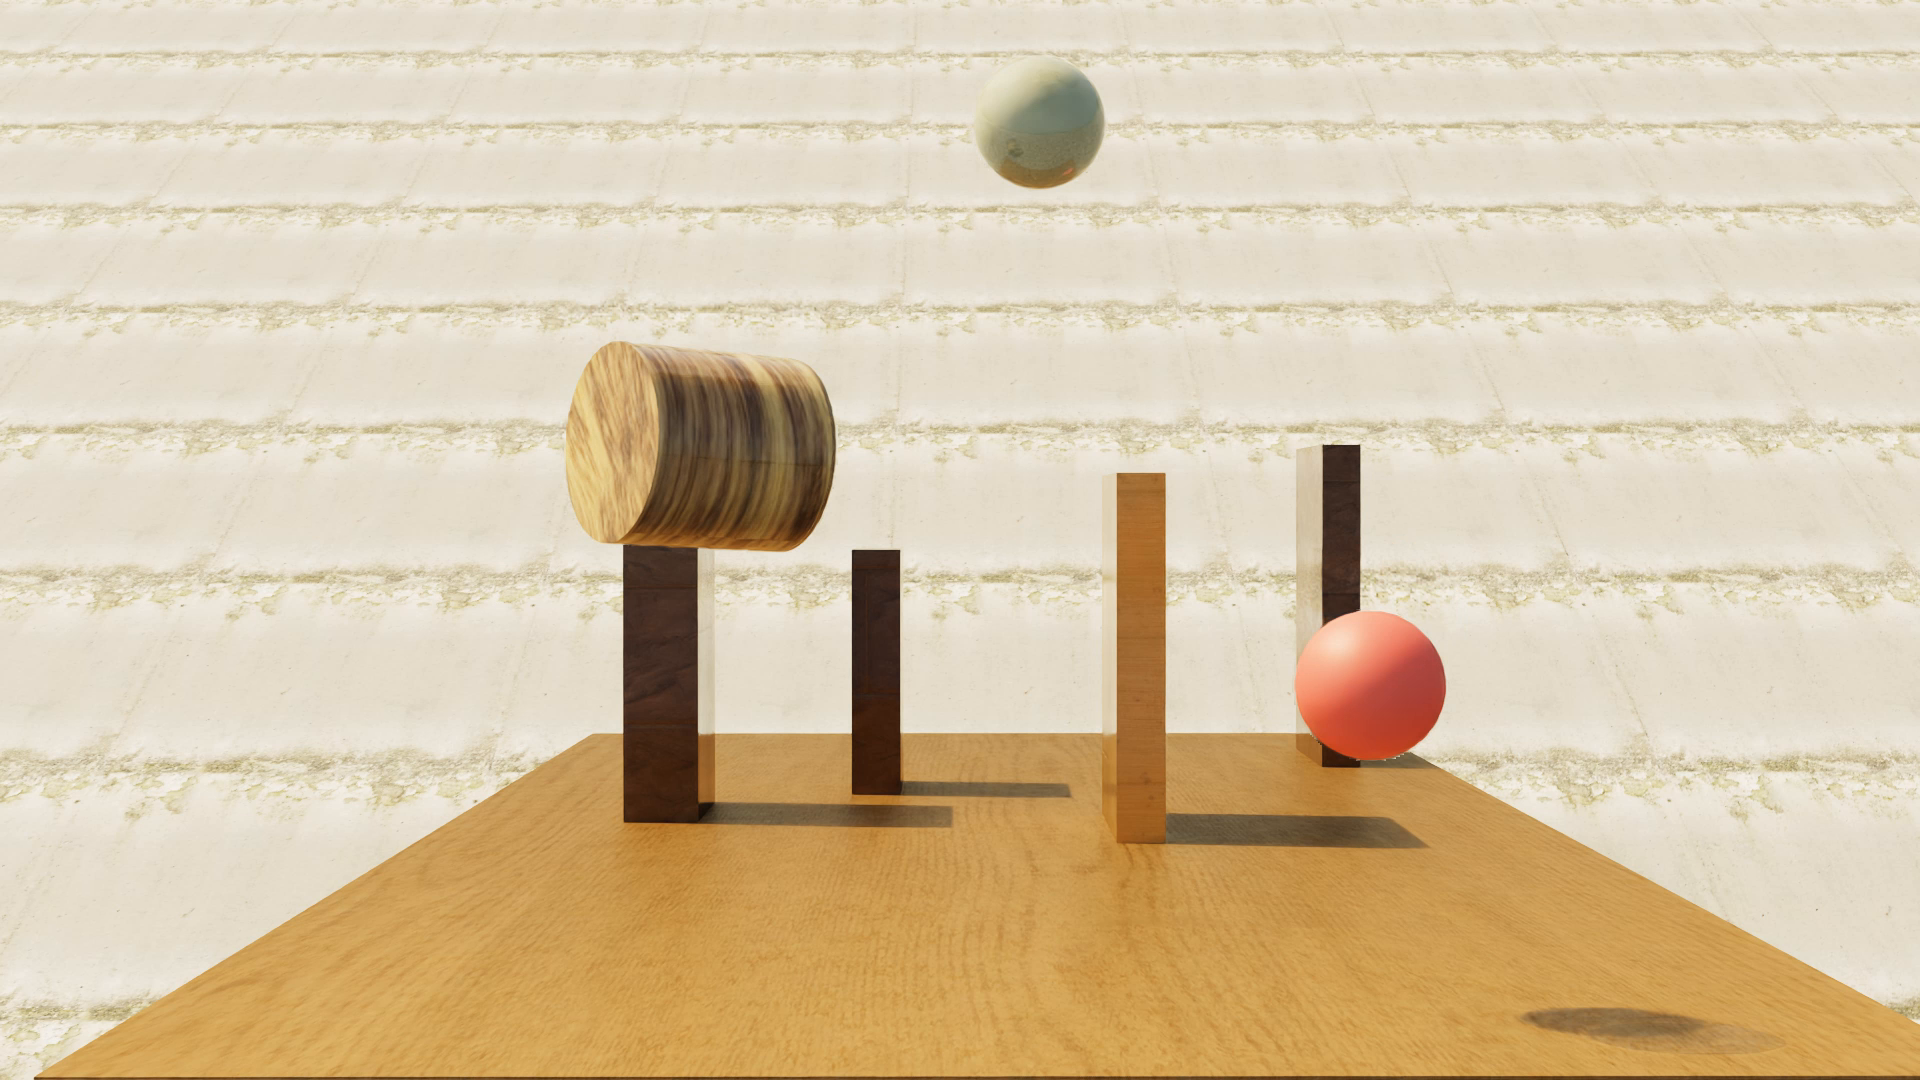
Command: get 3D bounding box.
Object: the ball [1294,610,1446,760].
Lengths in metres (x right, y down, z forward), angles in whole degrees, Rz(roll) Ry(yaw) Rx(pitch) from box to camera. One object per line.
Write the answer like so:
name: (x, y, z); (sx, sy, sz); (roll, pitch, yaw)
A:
ball: (0.464, 0.164, 2.922); (0.169, 0.169, 0.169); (0, 28, 0)

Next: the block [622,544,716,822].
block: (-0.547, 0.181, 4.885); (0.137, 0.667, 0.333); (0, 1, 0)

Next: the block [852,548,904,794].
block: (-0.168, 0.263, 5.309); (0.098, 0.492, 0.264); (0, 1, 0)

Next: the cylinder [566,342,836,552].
cylinder: (-0.239, -0.084, 2.374); (0.182, 0.182, 0.182); (3, 22, -35)

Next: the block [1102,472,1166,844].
block: (0.310, 0.199, 4.645); (0.084, 0.635, 0.444); (0, 1, 0)

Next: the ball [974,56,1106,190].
ball: (0.078, -0.411, 2.546); (0.131, 0.131, 0.131); (0, 28, 0)

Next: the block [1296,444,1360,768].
block: (0.844, 0.144, 5.942); (0.085, 0.715, 0.441); (0, 1, 0)

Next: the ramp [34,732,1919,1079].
ramp: (0.063, 0.567, 4.608); (2.000, 0.100, 4.000); (0, 1, 0)
